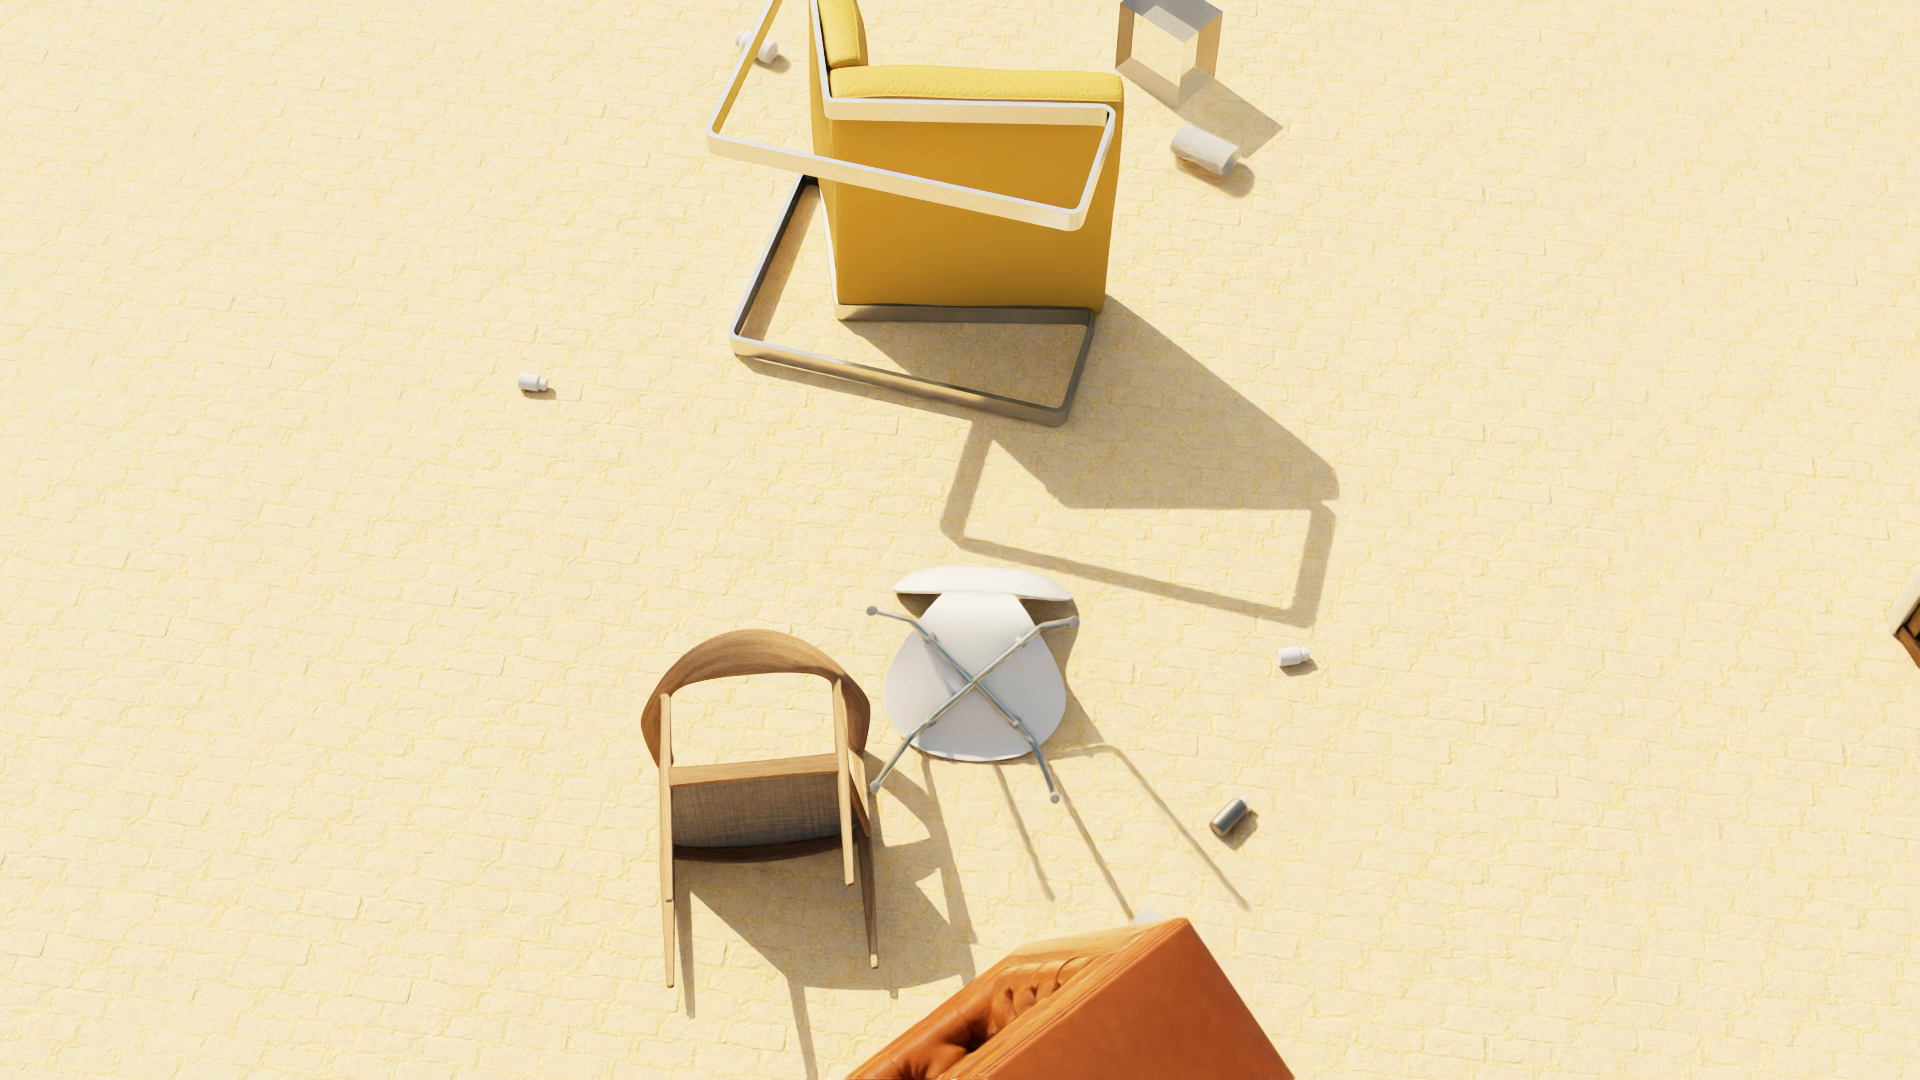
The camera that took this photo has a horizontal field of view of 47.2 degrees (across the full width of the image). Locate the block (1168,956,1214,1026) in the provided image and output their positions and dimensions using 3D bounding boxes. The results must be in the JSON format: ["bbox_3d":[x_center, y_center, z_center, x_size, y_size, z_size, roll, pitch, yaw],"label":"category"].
[{"bbox_3d":[0.598,1.173,5.713,0.070,0.124,0.126,21,59,13],"label":"block"}]

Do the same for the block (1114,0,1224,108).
[{"bbox_3d":[0.713,-1.711,7.538,0.281,0.305,0.205,38,64,22],"label":"block"}]

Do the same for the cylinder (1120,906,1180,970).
[{"bbox_3d":[0.499,1.050,5.803,0.099,0.100,0.137,34,92,21],"label":"cylinder"}]

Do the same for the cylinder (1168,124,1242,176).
[{"bbox_3d":[0.824,-1.311,7.394,0.201,0.094,0.145,29,45,18],"label":"cylinder"}]
